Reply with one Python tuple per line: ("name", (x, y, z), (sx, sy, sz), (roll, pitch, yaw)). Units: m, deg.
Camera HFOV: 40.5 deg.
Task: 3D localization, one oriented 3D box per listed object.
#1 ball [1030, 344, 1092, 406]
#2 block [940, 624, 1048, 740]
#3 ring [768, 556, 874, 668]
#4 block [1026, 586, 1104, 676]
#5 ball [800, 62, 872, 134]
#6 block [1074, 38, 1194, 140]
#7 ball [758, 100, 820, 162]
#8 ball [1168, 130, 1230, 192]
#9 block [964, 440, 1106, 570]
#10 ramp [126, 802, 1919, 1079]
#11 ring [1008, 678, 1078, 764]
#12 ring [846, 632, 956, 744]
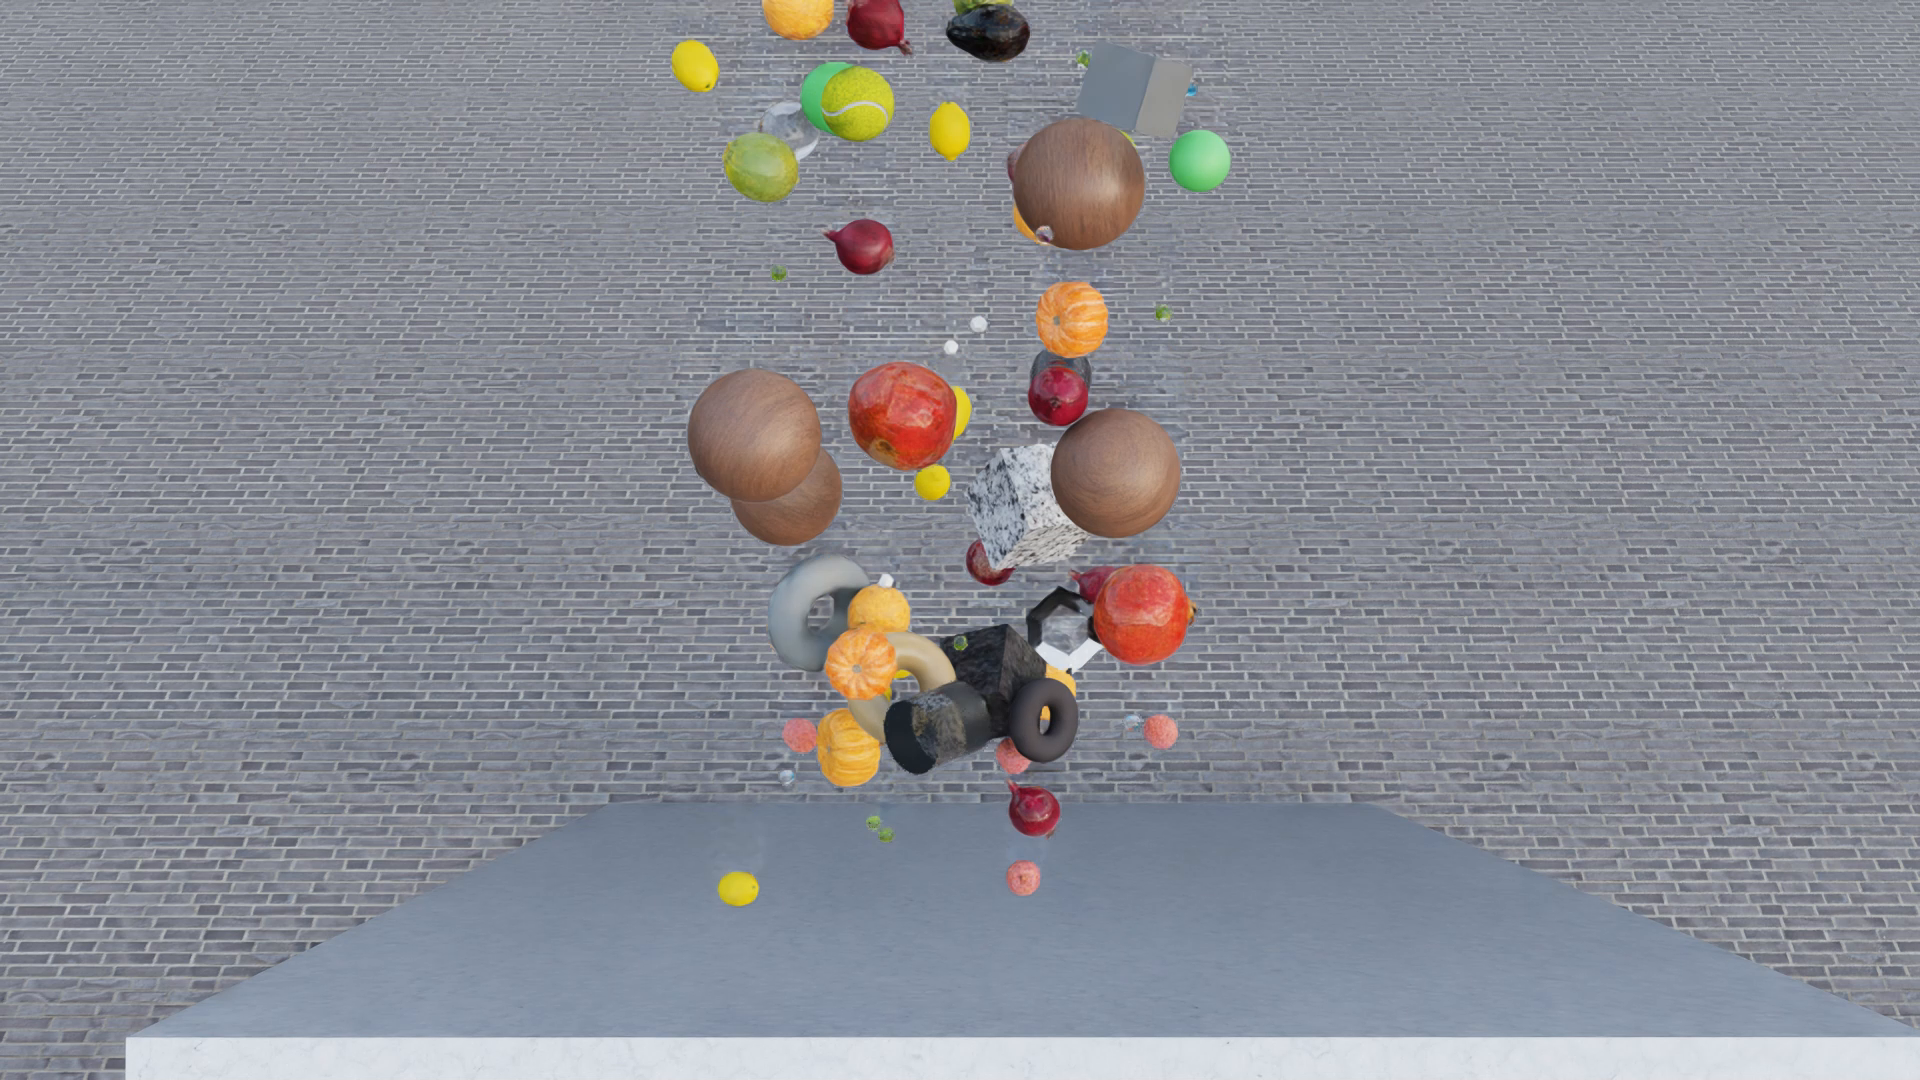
("ball", (0.118, -0.193, 3.032), (0.072, 0.072, 0.072), (0, 36, 0))
("block", (0.035, 0.169, 3.055), (0.092, 0.092, 0.092), (-14, 51, 29))
("ring", (-0.160, 0.084, 2.996), (0.140, 0.140, 0.047), (-25, 36, -31))
("block", (0.128, 0.110, 3.150), (0.065, 0.065, 0.065), (26, 49, 32))
("ball", (-0.125, -0.446, 2.617), (0.072, 0.072, 0.072), (0, 36, 0))
("block", (0.163, -0.420, 2.424), (0.069, 0.069, 0.069), (25, 14, 33))
("ball", (-0.175, -0.418, 2.659), (0.062, 0.062, 0.062), (0, 36, 0))
("ball", (0.228, -0.360, 2.466), (0.058, 0.058, 0.058), (0, 36, 0))
("block", (0.078, -0.037, 2.732), (0.094, 0.094, 0.094), (-8, 67, -30))
("ramp", (0.079, 0.672, 4.867), (2.000, 0.100, 4.000), (0, -2, 0))
("ring", (0.097, 0.209, 3.010), (0.100, 0.100, 0.033), (-32, 23, -36))
("ring", (-0.064, 0.164, 2.870), (0.128, 0.128, 0.043), (-15, -6, -20))
